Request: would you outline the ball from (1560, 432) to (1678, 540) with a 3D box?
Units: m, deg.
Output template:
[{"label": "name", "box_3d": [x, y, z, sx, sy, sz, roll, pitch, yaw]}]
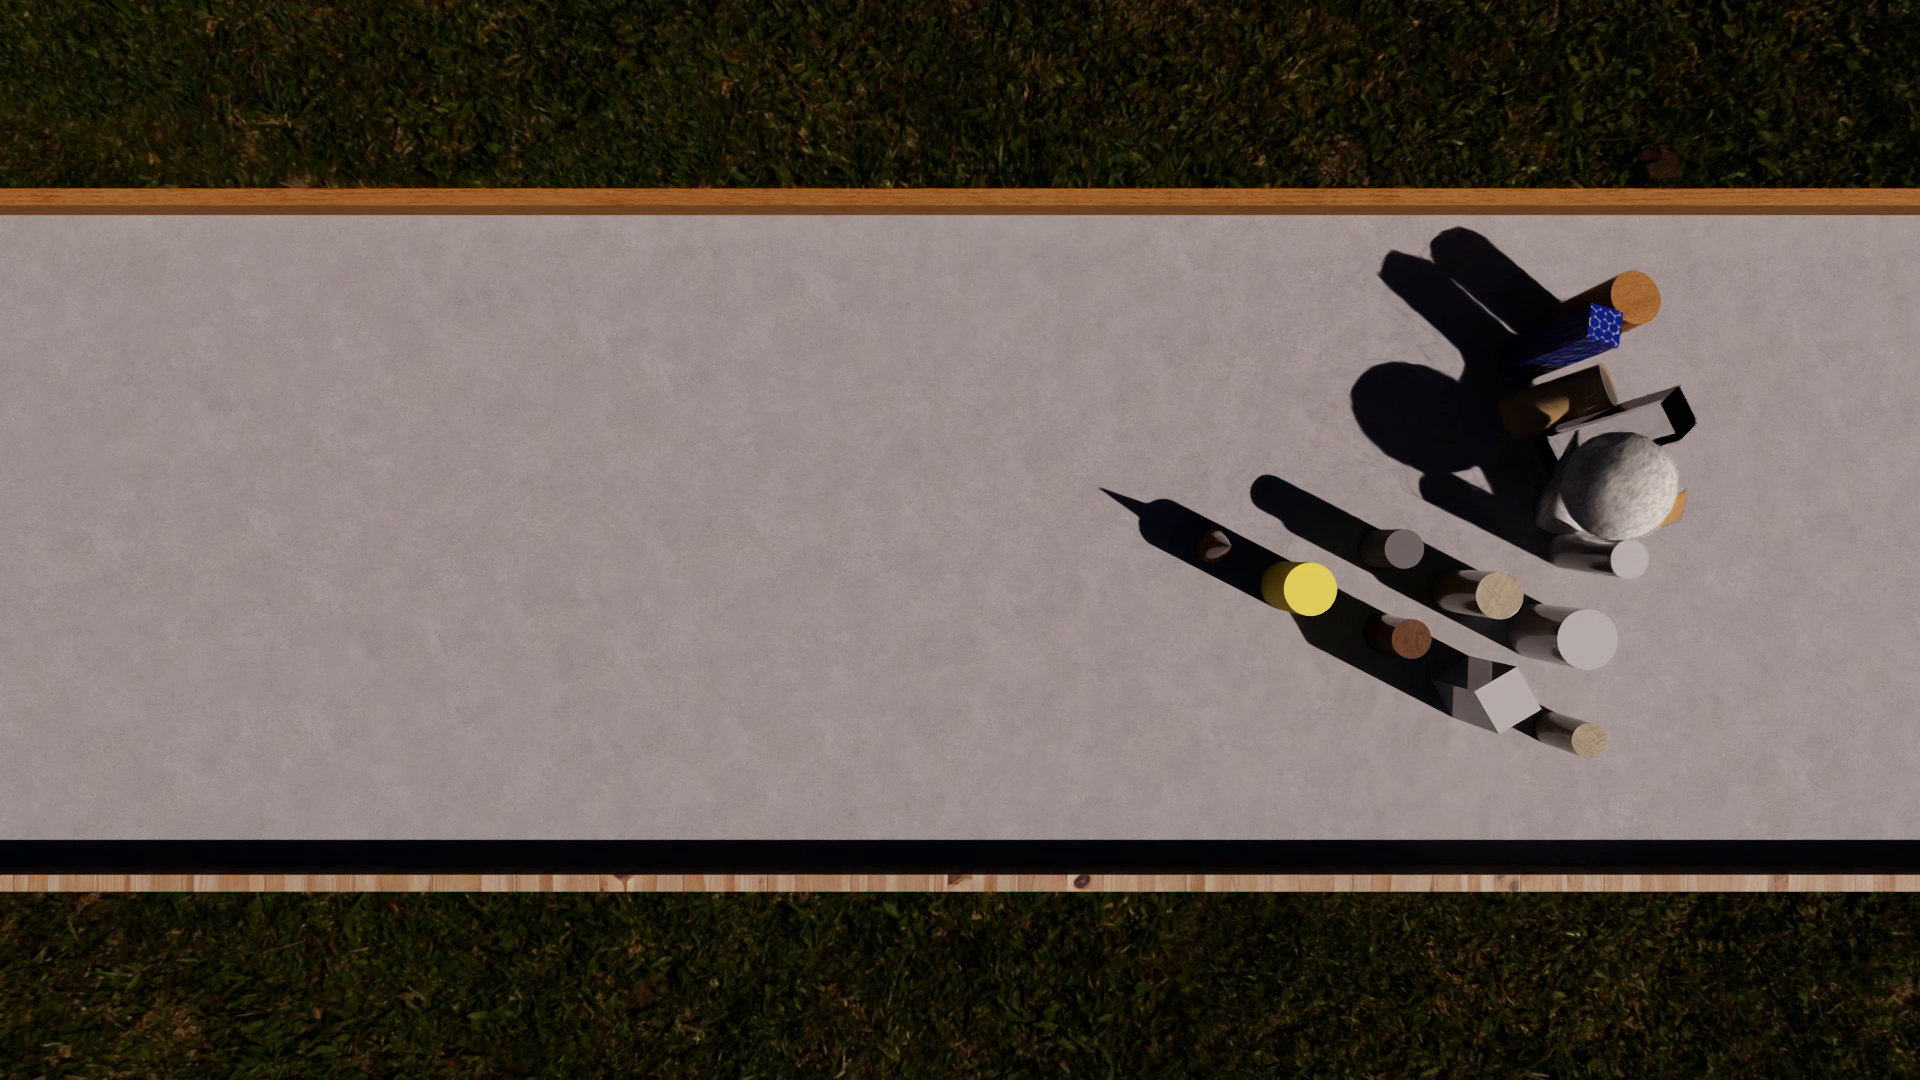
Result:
[{"label": "ball", "box_3d": [1.856, -0.153, 4.648, 0.307, 0.307, 0.307, 0, 90, 0]}]

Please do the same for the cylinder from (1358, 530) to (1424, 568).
[{"label": "cylinder", "box_3d": [1.280, 0.025, 4.913, 0.114, 0.326, 0.114, 0, 90, 0]}]

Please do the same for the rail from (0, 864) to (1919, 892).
[{"label": "rail", "box_3d": [-2.247, 1.025, 5.001, 12.000, 0.150, 0.050, 0, 90, 0]}]

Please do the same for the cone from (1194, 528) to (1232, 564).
[{"label": "cone", "box_3d": [0.777, 0.019, 4.897, 0.115, 0.358, 0.115, 0, 90, 0]}]

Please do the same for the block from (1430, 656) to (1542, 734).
[{"label": "block", "box_3d": [1.540, 0.451, 4.856, 0.139, 0.440, 0.139, -30, 90, 0]}]

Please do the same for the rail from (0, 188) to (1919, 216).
[{"label": "rail", "box_3d": [-2.247, -1.025, 5.002, 12.000, 0.150, 0.050, 0, 90, 0]}]

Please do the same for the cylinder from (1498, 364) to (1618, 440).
[{"label": "cylinder", "box_3d": [1.785, -0.414, 4.934, 0.311, 0.134, 0.134, -19, 90, 34]}]

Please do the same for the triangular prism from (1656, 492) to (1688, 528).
[{"label": "triangular prism", "box_3d": [2.073, -0.102, 4.902, 0.079, 0.372, 0.092, 20, 105, 31]}]

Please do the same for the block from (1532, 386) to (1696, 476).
[{"label": "block", "box_3d": [1.920, -0.317, 4.857, 0.120, 0.438, 0.120, -35, 99, -35]}]

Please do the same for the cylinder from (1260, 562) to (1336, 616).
[{"label": "cylinder", "box_3d": [1.000, 0.141, 4.891, 0.152, 0.370, 0.152, 0, 90, 0]}]

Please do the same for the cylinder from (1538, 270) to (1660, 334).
[{"label": "cylinder", "box_3d": [1.885, -0.664, 4.877, 0.158, 0.371, 0.158, 2, 81, -12]}]

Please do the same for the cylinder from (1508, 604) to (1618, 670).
[{"label": "cylinder", "box_3d": [1.772, 0.281, 4.866, 0.172, 0.420, 0.172, 0, 90, 0]}]

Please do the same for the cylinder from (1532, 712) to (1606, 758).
[{"label": "cylinder", "box_3d": [1.814, 0.578, 4.916, 0.101, 0.322, 0.101, 0, 90, 0]}]

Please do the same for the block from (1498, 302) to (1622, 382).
[{"label": "block", "box_3d": [1.755, -0.576, 4.845, 0.103, 0.440, 0.103, 13, 79, -13]}]

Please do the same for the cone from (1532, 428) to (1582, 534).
[{"label": "cone", "box_3d": [1.805, -0.200, 4.891, 0.165, 0.165, 0.360, -5, 135, 5]}]

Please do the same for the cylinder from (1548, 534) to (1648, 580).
[{"label": "cylinder", "box_3d": [1.879, 0.045, 4.867, 0.112, 0.410, 0.112, 0, 93, -4]}]

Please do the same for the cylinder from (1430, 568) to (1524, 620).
[{"label": "cylinder", "box_3d": [1.513, 0.156, 4.850, 0.134, 0.454, 0.134, 0, 90, 0]}]

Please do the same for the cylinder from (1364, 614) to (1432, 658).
[{"label": "cylinder", "box_3d": [1.299, 0.285, 4.910, 0.115, 0.333, 0.115, 0, 90, 0]}]
